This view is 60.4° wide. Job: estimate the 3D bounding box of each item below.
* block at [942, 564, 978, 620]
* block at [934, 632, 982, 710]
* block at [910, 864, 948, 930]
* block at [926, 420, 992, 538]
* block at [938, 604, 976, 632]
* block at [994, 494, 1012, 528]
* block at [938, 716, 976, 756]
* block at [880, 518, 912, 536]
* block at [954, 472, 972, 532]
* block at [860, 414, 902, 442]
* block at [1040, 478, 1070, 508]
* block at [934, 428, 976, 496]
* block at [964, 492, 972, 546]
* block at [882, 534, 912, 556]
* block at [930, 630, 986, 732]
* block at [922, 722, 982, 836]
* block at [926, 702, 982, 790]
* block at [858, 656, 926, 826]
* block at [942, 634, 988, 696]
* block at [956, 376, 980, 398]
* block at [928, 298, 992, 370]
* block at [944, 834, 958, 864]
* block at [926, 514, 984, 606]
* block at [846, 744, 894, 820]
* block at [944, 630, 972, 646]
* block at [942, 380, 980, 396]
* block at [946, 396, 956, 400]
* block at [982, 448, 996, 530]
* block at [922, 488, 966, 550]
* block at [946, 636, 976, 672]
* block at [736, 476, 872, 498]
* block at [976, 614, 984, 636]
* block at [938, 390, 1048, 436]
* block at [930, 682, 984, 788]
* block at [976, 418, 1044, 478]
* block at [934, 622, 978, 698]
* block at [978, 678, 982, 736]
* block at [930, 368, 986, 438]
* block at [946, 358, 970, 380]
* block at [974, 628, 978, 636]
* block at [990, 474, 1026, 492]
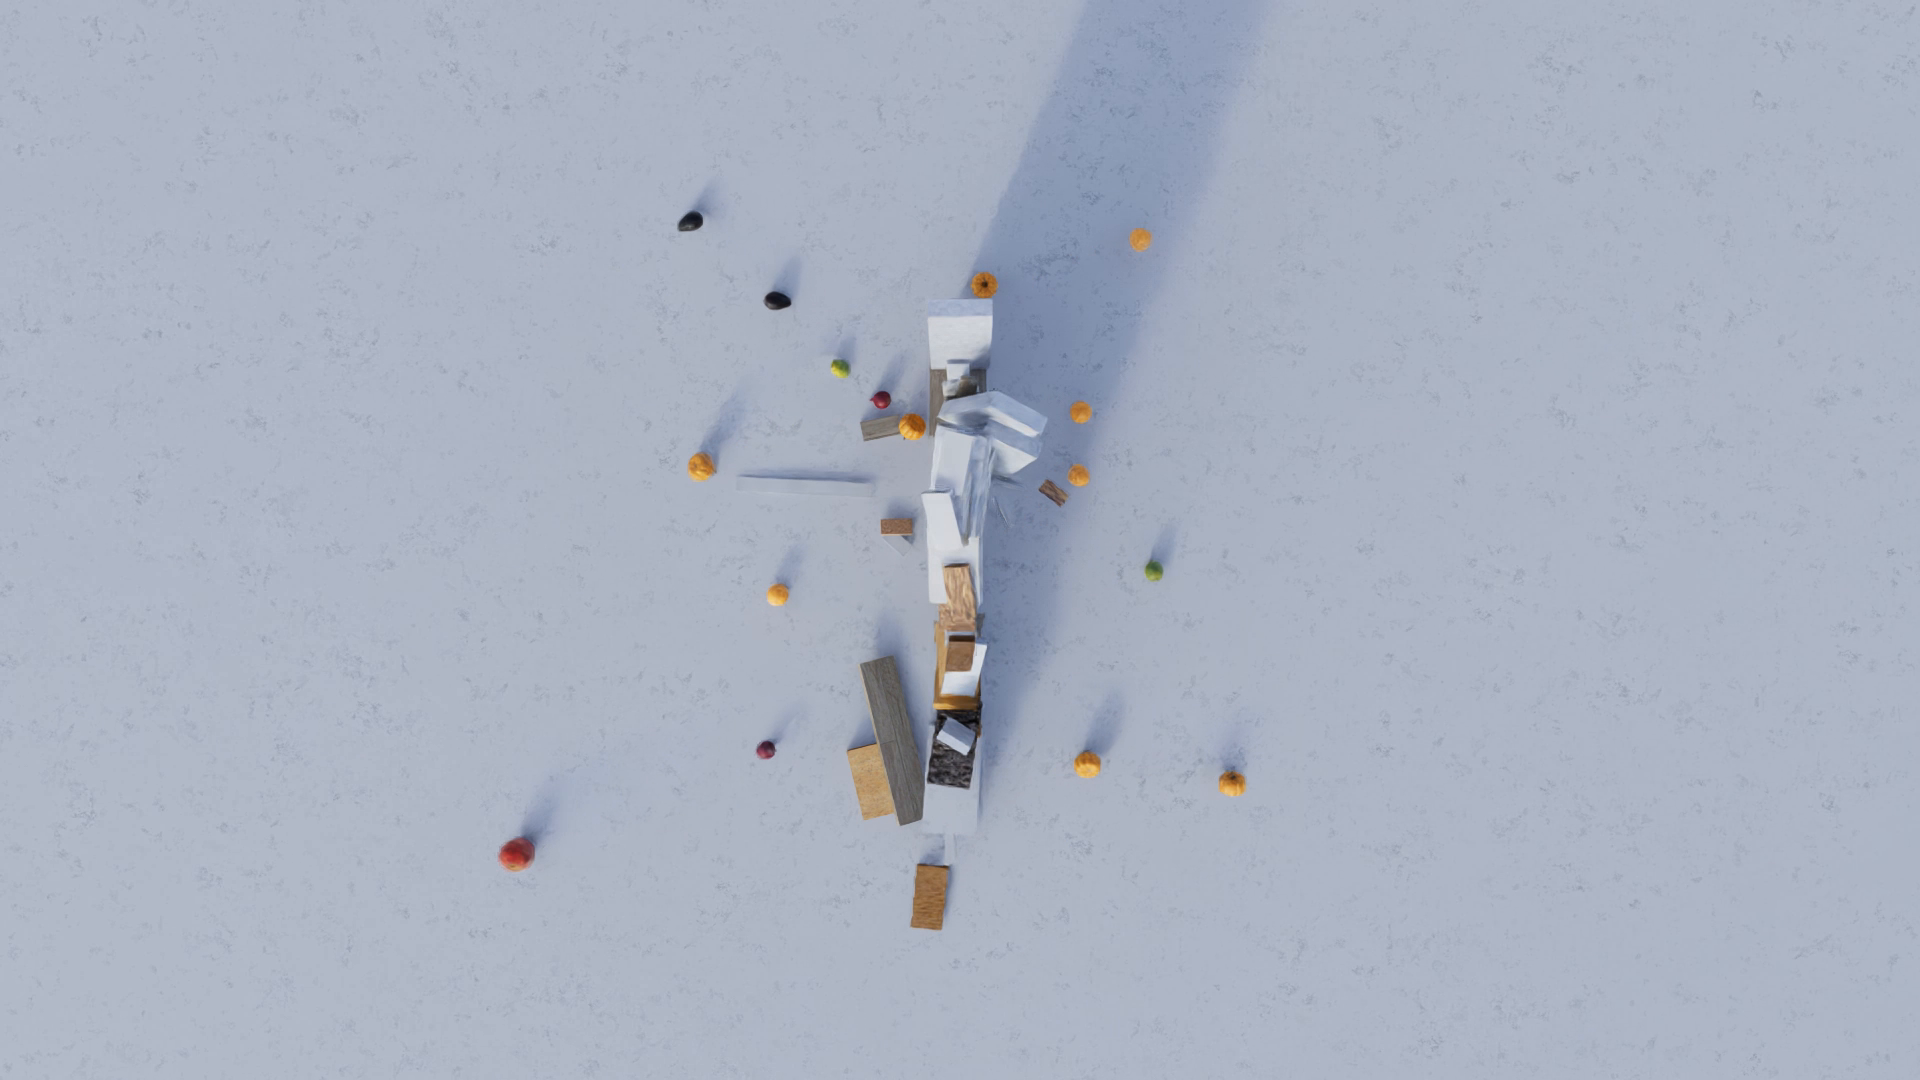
[{"bbox_3d":[0.000,0.149,4.723,0.077,0.022,0.155,-4,104,17],"label":"block"},{"bbox_3d":[-0.007,0.407,5.267,0.137,0.039,0.274,3,62,1],"label":"block"},{"bbox_3d":[-0.101,1.186,5.485,0.103,0.029,0.206,6,90,0],"label":"block"},{"bbox_3d":[-0.003,-0.168,4.595,0.150,0.043,0.301,16,115,20],"label":"block"},{"bbox_3d":[-0.006,0.157,4.814,0.108,0.030,0.215,2,98,3],"label":"block"},{"bbox_3d":[0.135,-0.091,5.217,0.015,0.051,0.103,-25,78,-9],"label":"block"},{"bbox_3d":[-0.010,0.605,5.104,0.103,0.206,0.029,31,98,2],"label":"block"},{"bbox_3d":[-0.212,-0.044,5.482,0.103,0.015,0.052,-2,81,-8],"label":"block"},{"bbox_3d":[-0.017,-0.110,4.555,0.085,0.024,0.169,13,107,22],"label":"block"},{"bbox_3d":[-0.262,-0.373,5.491,0.131,0.019,0.066,-11,90,0],"label":"block"},{"bbox_3d":[0.313,-0.156,5.493,0.095,0.013,0.047,38,90,0],"label":"block"},{"bbox_3d":[-0.013,-0.211,4.505,0.085,0.024,0.169,16,103,21],"label":"block"},{"bbox_3d":[-0.010,-0.066,4.592,0.077,0.022,0.155,12,110,22],"label":"block"},{"bbox_3d":[-0.208,0.006,5.493,0.095,0.013,0.047,41,90,0],"label":"block"},{"bbox_3d":[-0.006,0.464,5.376,0.173,0.049,0.347,2,88,0],"label":"block"},{"bbox_3d":[-0.024,0.771,5.325,0.173,0.049,0.346,4,91,0],"label":"block"},{"bbox_3d":[-0.017,0.642,5.225,0.137,0.039,0.275,8,76,2],"label":"block"},{"bbox_3d":[-0.215,0.664,5.465,0.118,0.034,0.550,-14,90,-19],"label":"block"},{"bbox_3d":[0.012,0.385,5.042,0.103,0.292,0.029,6,52,-4],"label":"block"},{"bbox_3d":[0.021,-0.432,4.750,0.052,0.104,0.015,8,57,-5],"label":"block"},{"bbox_3d":[0.000,-0.566,4.571,0.171,0.492,0.048,-1,80,0],"label":"block"},{"bbox_3d":[-0.032,0.944,5.413,0.031,0.110,0.221,-3,90,4],"label":"block"},{"bbox_3d":[-0.014,0.026,4.727,0.150,0.043,0.317,3,106,15],"label":"block"},{"bbox_3d":[-0.291,0.801,5.483,0.118,0.034,0.237,-14,90,0],"label":"block"},{"bbox_3d":[-0.003,0.243,5.025,0.081,0.023,0.161,1,96,-7],"label":"block"},{"bbox_3d":[0.002,-0.441,4.770,0.104,0.052,0.015,-3,55,7],"label":"block"},{"bbox_3d":[-0.004,-0.362,4.807,0.066,0.019,0.131,-2,90,0],"label":"block"},{"bbox_3d":[0.005,-0.151,4.719,0.150,0.043,0.301,17,130,11],"label":"block"},{"bbox_3d":[-0.044,-0.057,4.540,0.085,0.024,0.169,-2,115,27],"label":"block"},{"bbox_3d":[0.000,0.335,4.858,0.077,0.155,0.022,1,52,-4],"label":"block"},{"bbox_3d":[-0.518,-0.176,5.493,0.454,0.013,0.047,3,90,0],"label":"block"},{"bbox_3d":[0.022,0.305,5.286,0.081,0.023,0.161,12,63,6],"label":"block"},{"bbox_3d":[0.088,-0.345,4.634,0.171,0.342,0.048,26,78,-23],"label":"block"},{"bbox_3d":[-0.010,0.615,5.422,0.173,0.049,0.392,1,86,0],"label":"block"},{"bbox_3d":[0.098,-0.255,4.727,0.171,0.342,0.048,24,75,-12],"label":"block"},{"bbox_3d":[-0.012,0.369,5.174,0.118,0.034,0.237,-5,96,-3],"label":"block"},{"bbox_3d":[-0.003,0.494,5.302,0.137,0.039,0.274,0,76,0],"label":"block"},{"bbox_3d":[-0.006,-0.466,4.840,0.164,0.047,0.329,1,90,0],"label":"block"},{"bbox_3d":[-0.004,-0.472,4.757,0.066,0.131,0.019,-1,56,0],"label":"block"},{"bbox_3d":[0.006,0.254,5.201,0.081,0.023,0.161,-12,129,3],"label":"block"},{"bbox_3d":[0.112,-0.175,4.865,0.166,0.051,0.015,14,75,24],"label":"block"}]
